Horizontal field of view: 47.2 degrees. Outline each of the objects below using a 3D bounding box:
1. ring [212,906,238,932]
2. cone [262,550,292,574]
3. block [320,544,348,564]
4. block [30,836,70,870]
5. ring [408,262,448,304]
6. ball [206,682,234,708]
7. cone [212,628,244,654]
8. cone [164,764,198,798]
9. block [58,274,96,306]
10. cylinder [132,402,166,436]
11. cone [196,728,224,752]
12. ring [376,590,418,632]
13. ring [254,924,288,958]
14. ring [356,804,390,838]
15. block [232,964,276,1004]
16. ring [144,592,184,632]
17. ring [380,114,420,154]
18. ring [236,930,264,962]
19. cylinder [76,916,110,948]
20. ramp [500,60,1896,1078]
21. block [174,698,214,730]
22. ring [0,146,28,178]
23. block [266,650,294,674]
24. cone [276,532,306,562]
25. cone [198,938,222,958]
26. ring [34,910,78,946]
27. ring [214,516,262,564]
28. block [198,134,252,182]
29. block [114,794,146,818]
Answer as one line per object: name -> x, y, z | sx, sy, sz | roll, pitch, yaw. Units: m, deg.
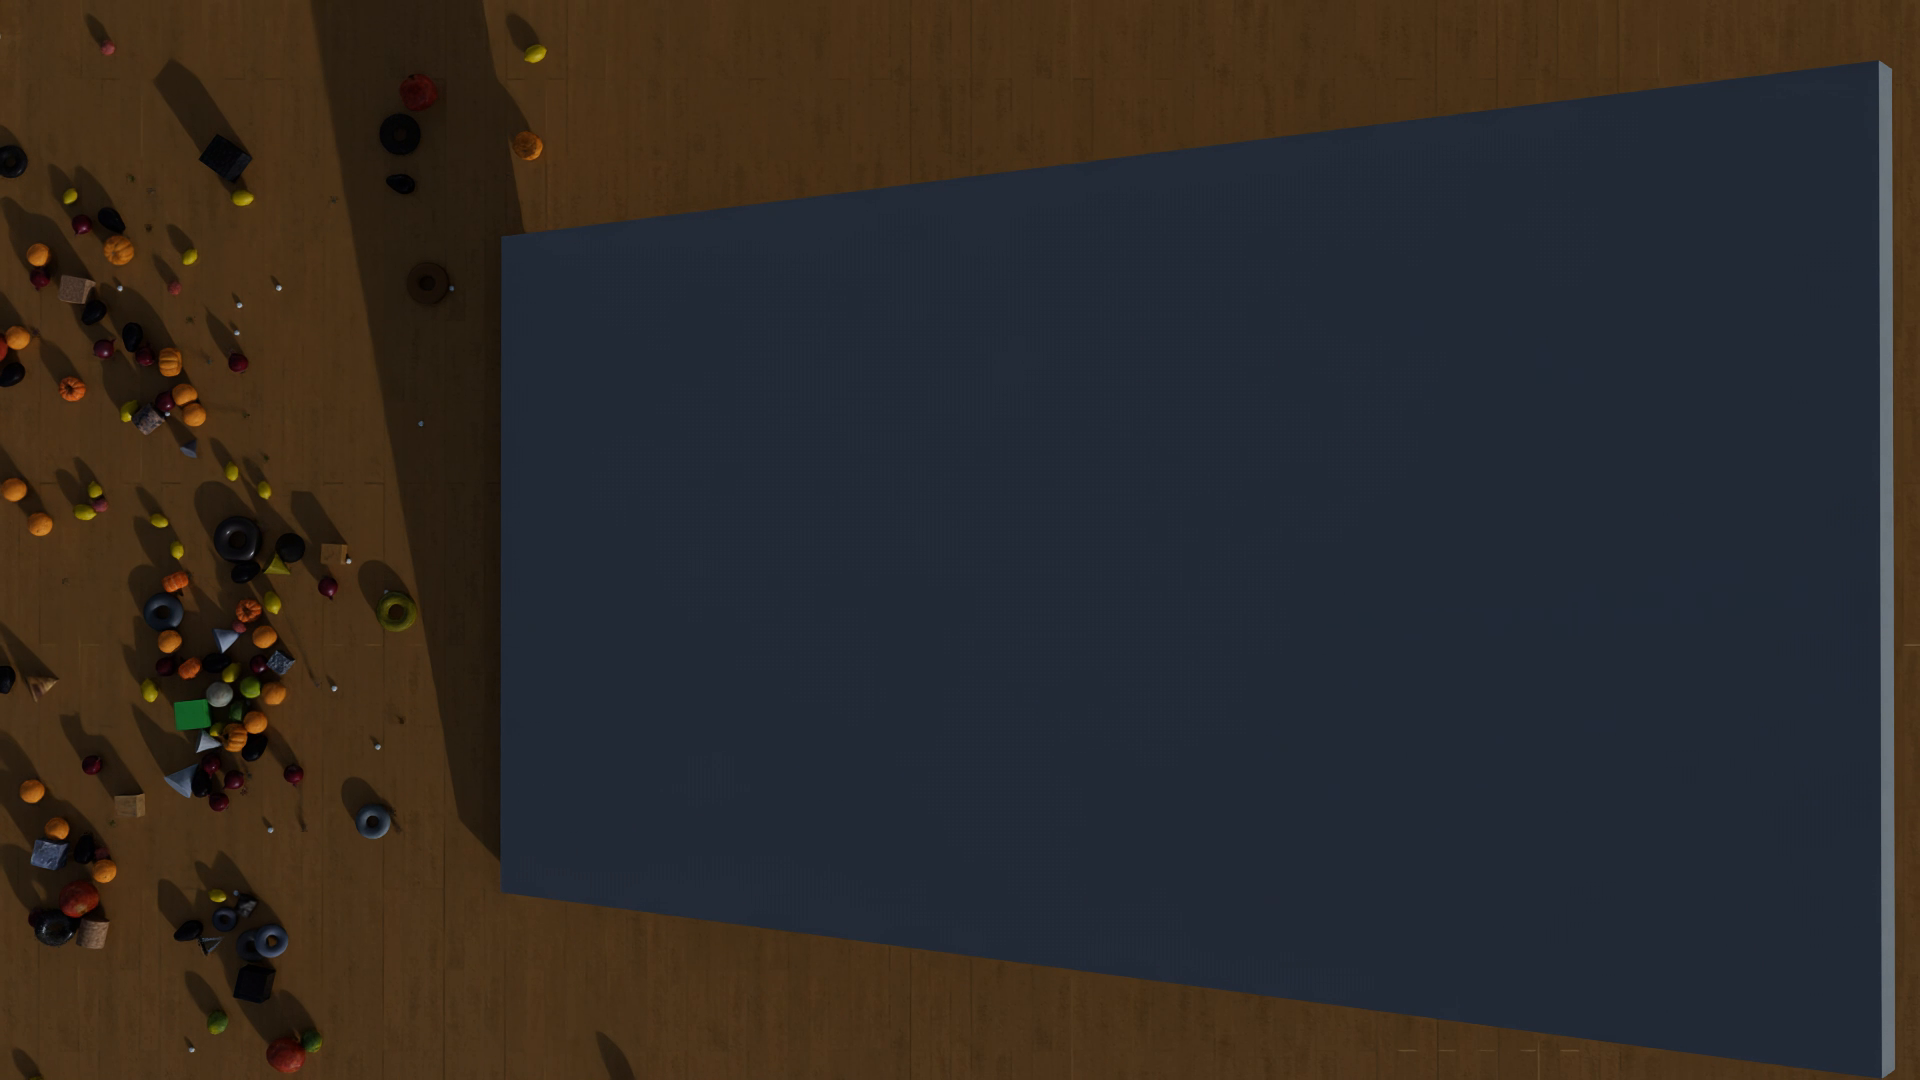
ring -> -2.263, 1.167, 6.767 | 0.078, 0.026, 0.078 | 0, 91, 1
cone -> -2.092, 0.087, 6.770 | 0.080, 0.080, 0.080 | 33, 90, -26
block -> -1.923, 0.043, 6.757 | 0.062, 0.062, 0.062 | 3, 90, 0
block -> -2.788, 0.960, 6.742 | 0.078, 0.078, 0.078 | 13, 90, 0
ring -> -1.639, -0.790, 6.773 | 0.130, 0.043, 0.130 | 0, 89, -1
ball -> -2.271, 0.473, 6.744 | 0.081, 0.081, 0.081 | 0, 90, 0
cone -> -2.244, 0.297, 6.767 | 0.085, 0.085, 0.085 | -21, 90, -27
cone -> -2.373, 0.723, 6.761 | 0.100, 0.100, 0.100 | 36, 63, 0
block -> -2.713, -0.766, 6.756 | 0.076, 0.076, 0.076 | 10, 90, 0
cylinder -> -2.492, -0.373, 6.755 | 0.073, 0.073, 0.073 | -40, 90, -1
cone -> -2.303, 0.624, 6.766 | 0.078, 0.078, 0.078 | 15, 90, -26
ring -> -1.734, 0.219, 6.766 | 0.128, 0.043, 0.128 | 0, 90, -1
ring -> -2.112, 1.229, 6.746 | 0.103, 0.034, 0.103 | 8, 74, -28
ring -> -1.806, 0.865, 6.764 | 0.109, 0.036, 0.109 | 0, 91, 1
block -> -2.160, 1.359, 6.735 | 0.087, 0.087, 0.087 | 14, 90, 0
ring -> -2.451, 0.222, 6.767 | 0.122, 0.041, 0.122 | 0, 88, 1
ring -> -1.726, -1.250, 6.776 | 0.127, 0.042, 0.127 | 0, 90, 1
ring -> -2.175, 1.248, 6.763 | 0.101, 0.034, 0.101 | 0, 88, 0
cylinder -> -2.658, 1.201, 6.739 | 0.082, 0.082, 0.082 | 13, 90, 0
ramp -> 0.233, 0.065, 5.553 | 4.000, 0.100, 2.000 | 0, 89, 37
block -> -2.347, 0.534, 6.741 | 0.087, 0.087, 0.087 | -6, 90, 0
ring -> -2.927, -1.166, 6.780 | 0.102, 0.034, 0.102 | 0, 89, 1
block -> -2.088, 0.376, 6.758 | 0.054, 0.054, 0.054 | 37, 90, 0
cone -> -2.068, 0.024, 6.742 | 0.093, 0.093, 0.093 | 0, 90, 0
cone -> -2.300, 1.240, 6.764 | 0.067, 0.067, 0.067 | -22, 90, -27
ring -> -2.770, 1.188, 6.738 | 0.122, 0.041, 0.122 | -10, 115, -21
ring -> -2.221, -0.001, 6.764 | 0.148, 0.049, 0.148 | 0, 90, -1
block -> -2.253, -1.170, 6.748 | 0.097, 0.097, 0.097 | 36, 90, 0
block -> -2.548, 0.815, 6.748 | 0.068, 0.068, 0.068 | -1, 90, 0
